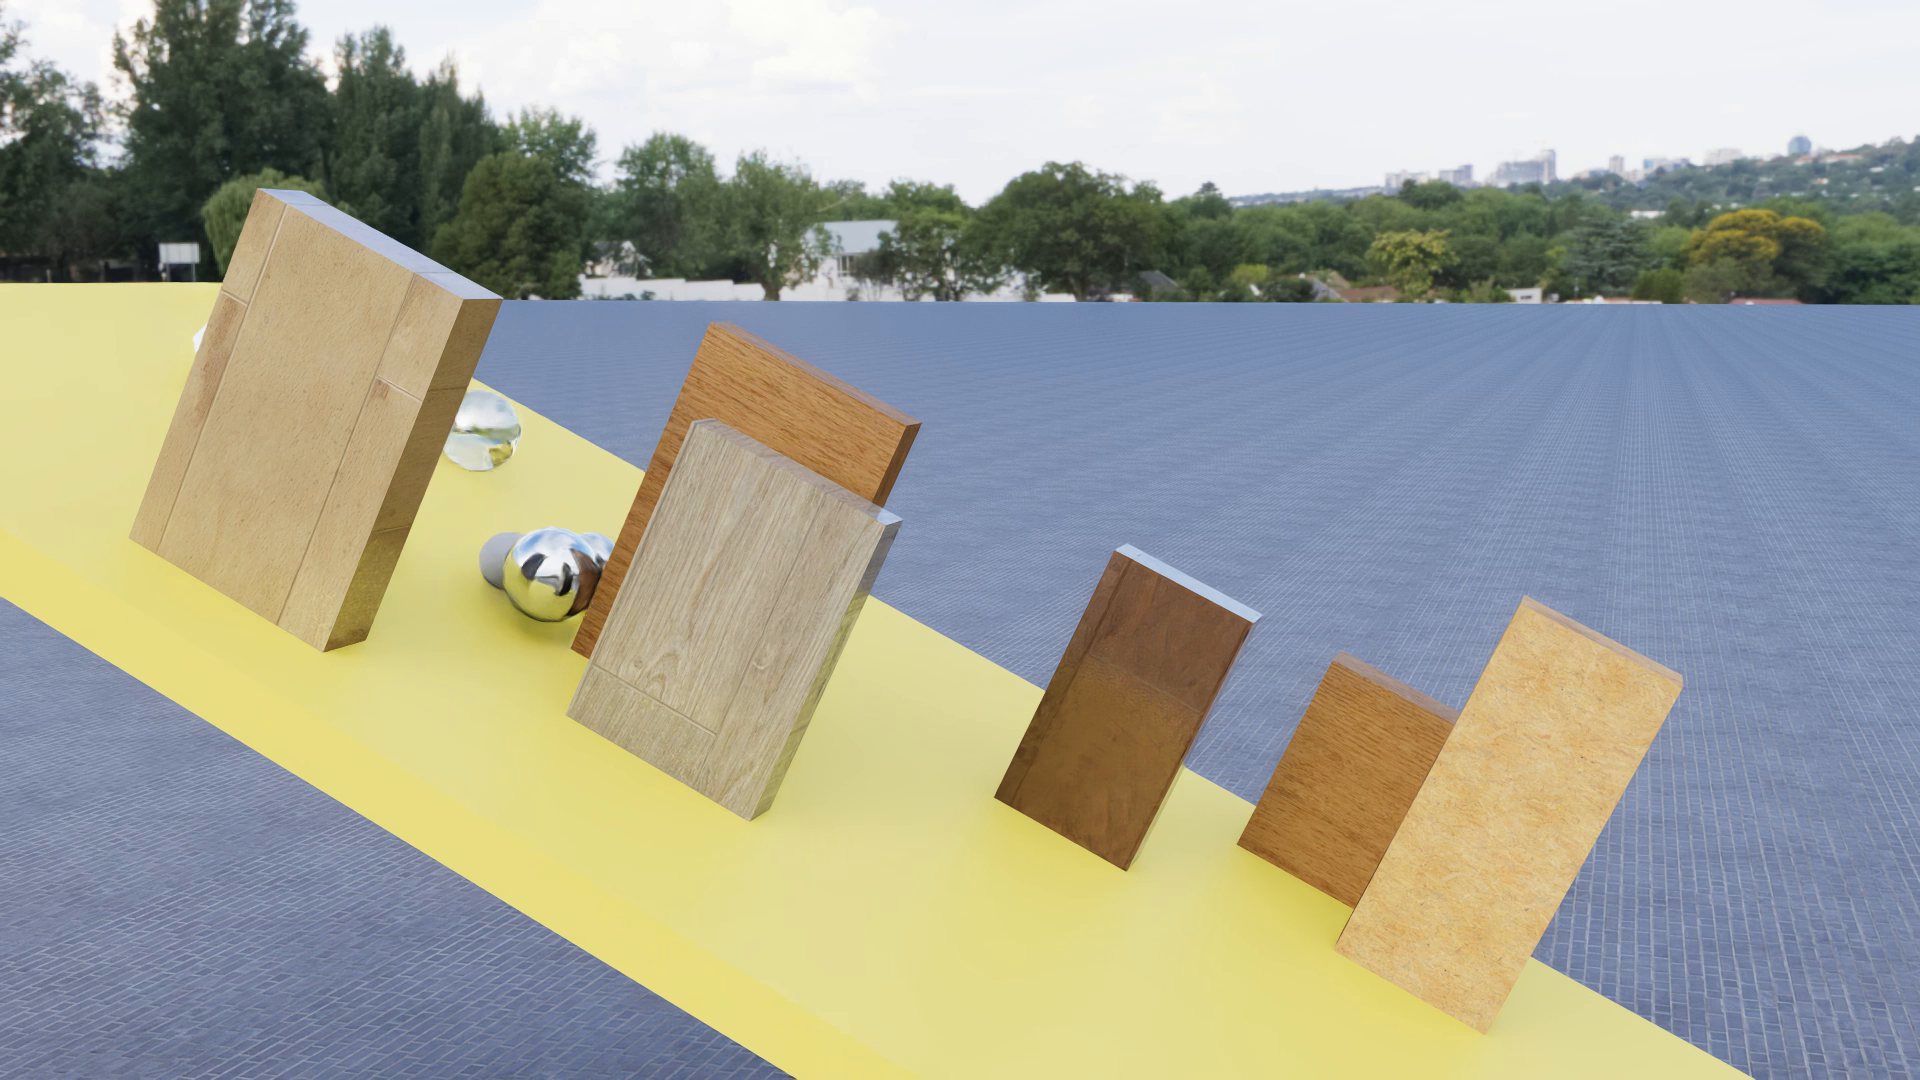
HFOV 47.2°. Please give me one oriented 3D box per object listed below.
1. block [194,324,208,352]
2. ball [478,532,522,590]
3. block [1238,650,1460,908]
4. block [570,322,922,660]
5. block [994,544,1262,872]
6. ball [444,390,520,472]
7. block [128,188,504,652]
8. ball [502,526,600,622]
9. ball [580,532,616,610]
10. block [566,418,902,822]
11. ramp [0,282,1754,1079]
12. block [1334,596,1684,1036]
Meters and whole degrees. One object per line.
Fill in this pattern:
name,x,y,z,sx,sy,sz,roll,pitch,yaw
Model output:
block,-1.446,-0.377,4.424,0.122,0.122,0.122,-37,-34,25
ball,-0.843,0.040,4.112,0.111,0.111,0.111,0,7,0
block,0.876,0.534,4.611,0.417,0.449,0.132,28,14,12
block,-0.389,-0.004,3.943,0.403,0.661,0.088,28,14,12
block,0.320,0.321,4.223,0.294,0.547,0.107,28,14,12
ball,-1.031,-0.235,4.720,0.173,0.173,0.173,0,7,0
block,-1.048,-0.194,3.564,0.400,0.628,0.126,28,14,12
ball,-0.745,0.063,4.010,0.176,0.176,0.176,0,7,0
ball,-0.713,0.060,4.226,0.149,0.149,0.149,0,7,0
block,-0.381,0.132,3.667,0.371,0.559,0.089,28,14,12
ramp,-0.255,0.433,4.165,4.000,0.100,2.000,28,14,12
block,1.049,0.530,4.235,0.327,0.776,0.125,28,14,12
